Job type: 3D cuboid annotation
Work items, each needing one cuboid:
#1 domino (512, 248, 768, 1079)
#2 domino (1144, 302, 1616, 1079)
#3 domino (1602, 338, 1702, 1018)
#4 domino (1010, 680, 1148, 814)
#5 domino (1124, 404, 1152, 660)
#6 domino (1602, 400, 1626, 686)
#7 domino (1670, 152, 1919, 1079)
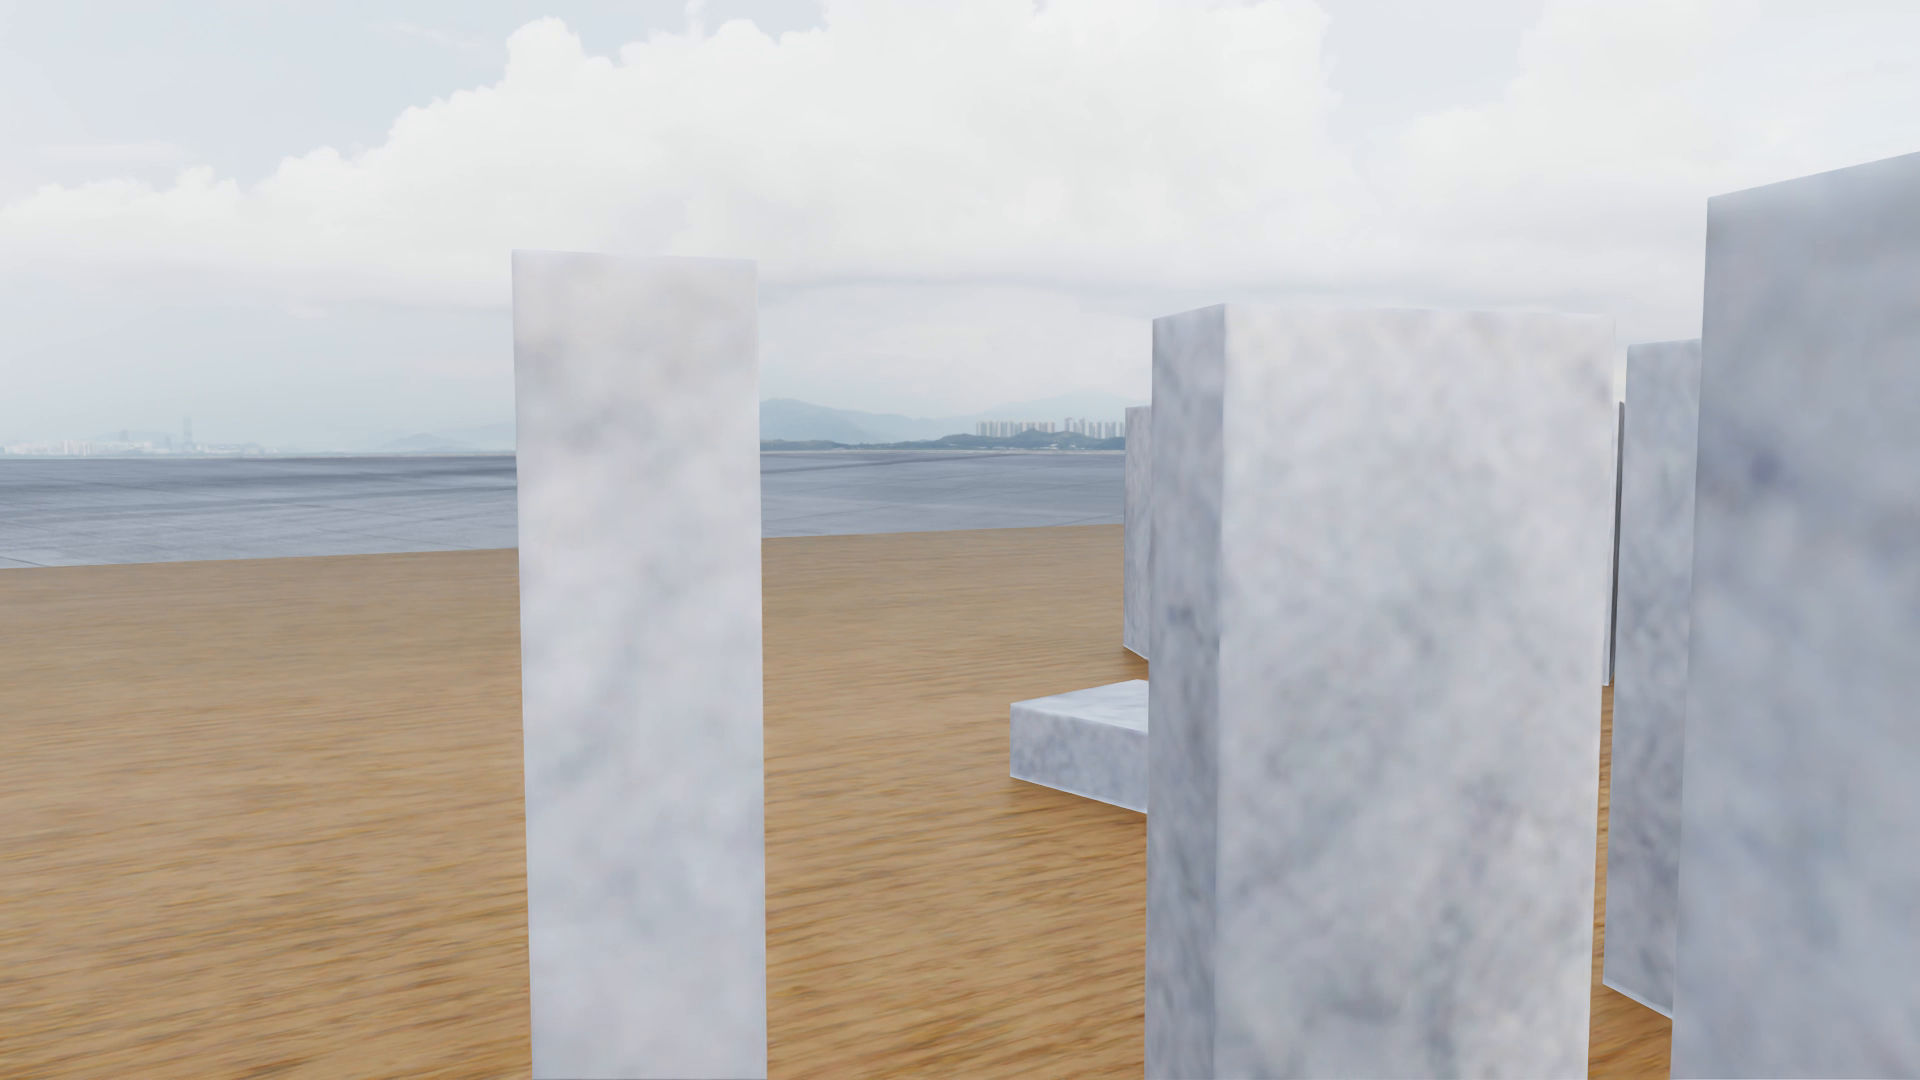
[{"bbox_3d":[-0.017,0.013,0.065,0.010,0.050,0.025,-1,4,-17],"label":"domino"},{"bbox_3d":[0.025,0.012,0.078,0.025,0.050,0.009,-1,4,-15],"label":"domino"},{"bbox_3d":[0.059,0.011,0.089,0.009,0.050,0.025,-1,4,-17],"label":"domino"},{"bbox_3d":[0.032,0.026,0.154,0.025,0.009,0.050,-4,6,-42],"label":"domino"},{"bbox_3d":[0.041,-0.002,0.257,0.010,0.050,0.025,-1,4,-8],"label":"domino"},{"bbox_3d":[0.116,0.000,0.237,0.010,0.050,0.025,2,5,30],"label":"domino"},{"bbox_3d":[0.036,0.015,0.040,0.025,0.050,0.009,-1,4,-16],"label":"domino"}]
